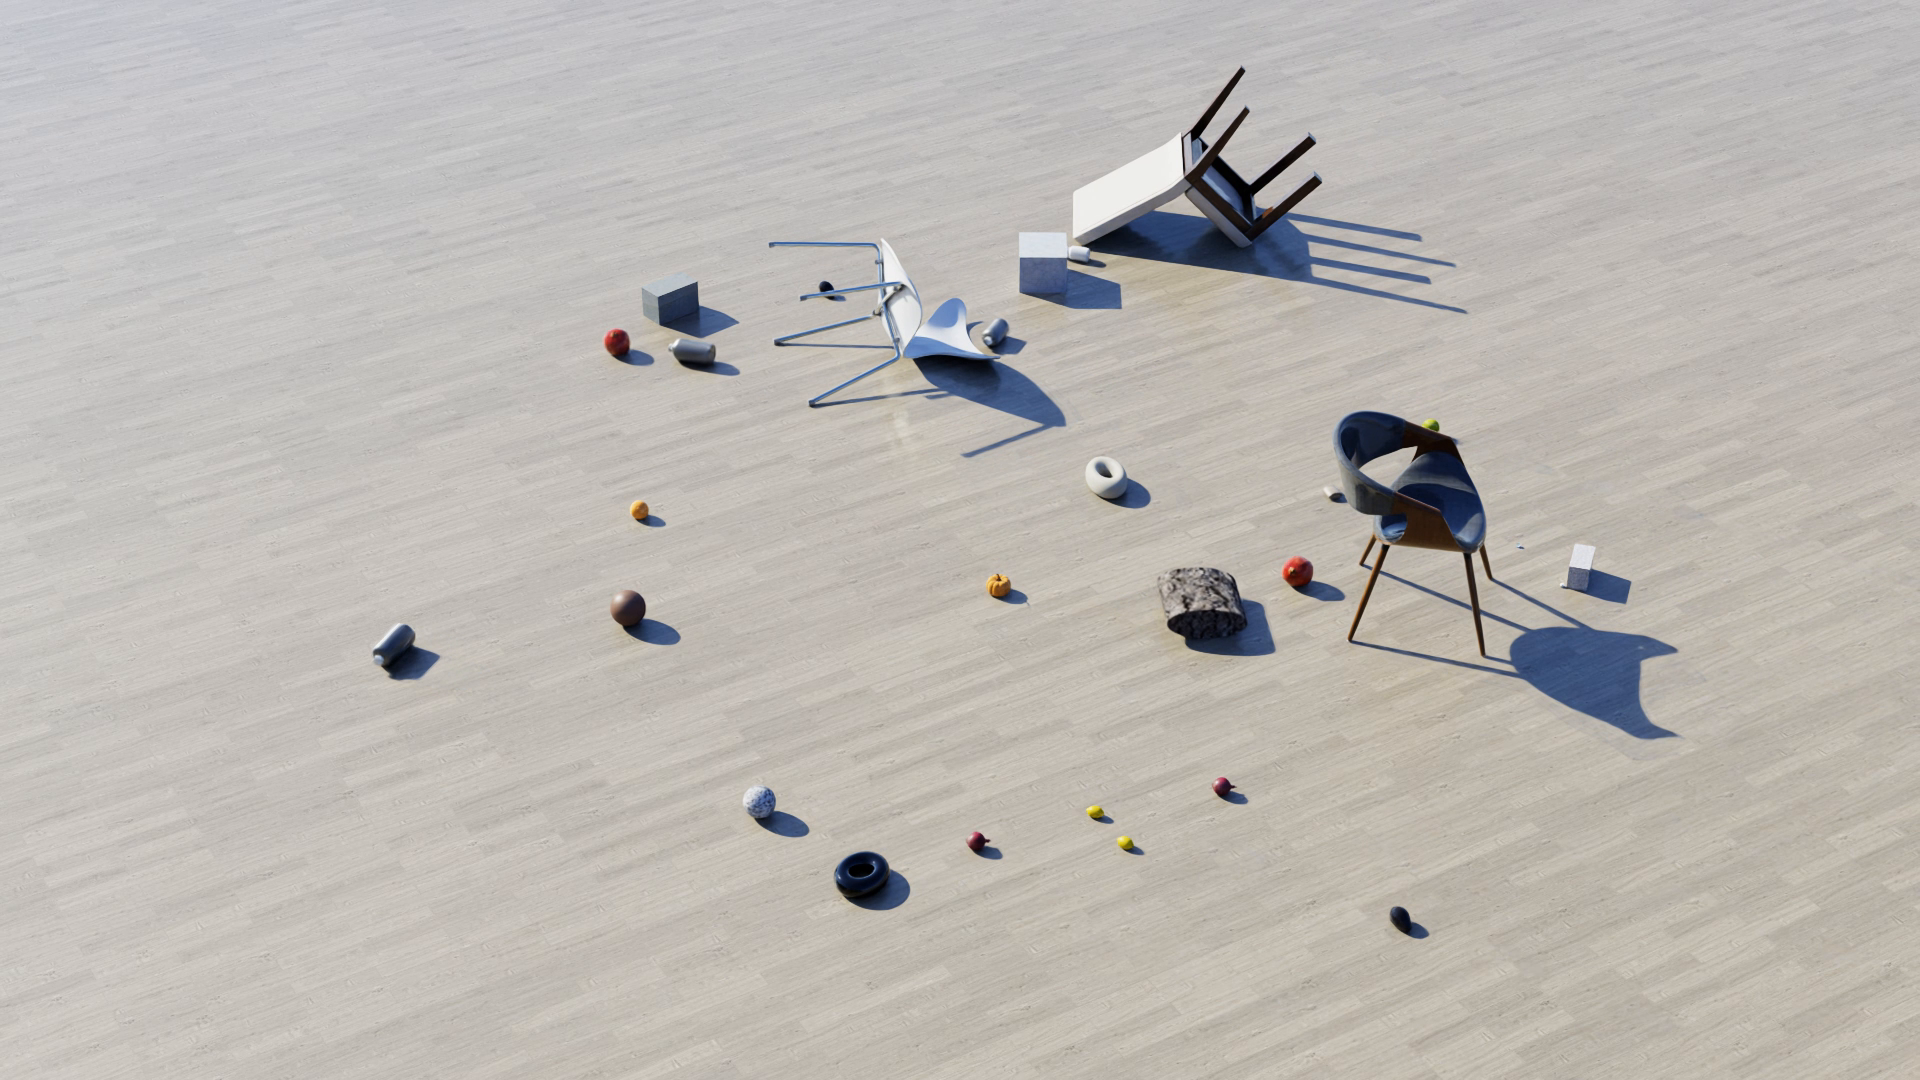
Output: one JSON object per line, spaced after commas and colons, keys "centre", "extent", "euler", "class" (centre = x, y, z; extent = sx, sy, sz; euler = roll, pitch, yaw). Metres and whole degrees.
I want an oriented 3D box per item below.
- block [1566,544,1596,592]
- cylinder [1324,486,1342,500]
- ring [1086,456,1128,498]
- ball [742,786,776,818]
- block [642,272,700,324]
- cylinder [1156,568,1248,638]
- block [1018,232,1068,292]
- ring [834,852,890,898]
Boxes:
{"centre": [2.267, 0.100, 10.705], "extent": [0.073, 0.096, 0.156], "euler": [10, 35, 15], "class": "block"}
{"centre": [1.423, -0.182, 11.194], "extent": [0.055, 0.030, 0.056], "euler": [-8, 34, -15], "class": "cylinder"}
{"centre": [0.562, -0.239, 11.236], "extent": [0.154, 0.081, 0.232], "euler": [-9, 35, -12], "class": "ring"}
{"centre": [-0.653, 0.853, 9.552], "extent": [0.108, 0.108, 0.108], "euler": [0, 33, 0], "class": "ball"}
{"centre": [-1.222, -1.020, 12.369], "extent": [0.209, 0.135, 0.114], "euler": [-26, 41, -33], "class": "block"}
{"centre": [0.864, 0.224, 10.491], "extent": [0.289, 0.124, 0.269], "euler": [1, 33, -6], "class": "cylinder"}
{"centre": [0.356, -1.192, 12.599], "extent": [0.203, 0.171, 0.227], "euler": [0, 33, 1], "class": "block"}
{"centre": [-0.311, 1.059, 9.280], "extent": [0.173, 0.064, 0.208], "euler": [14, 35, 21], "class": "ring"}
